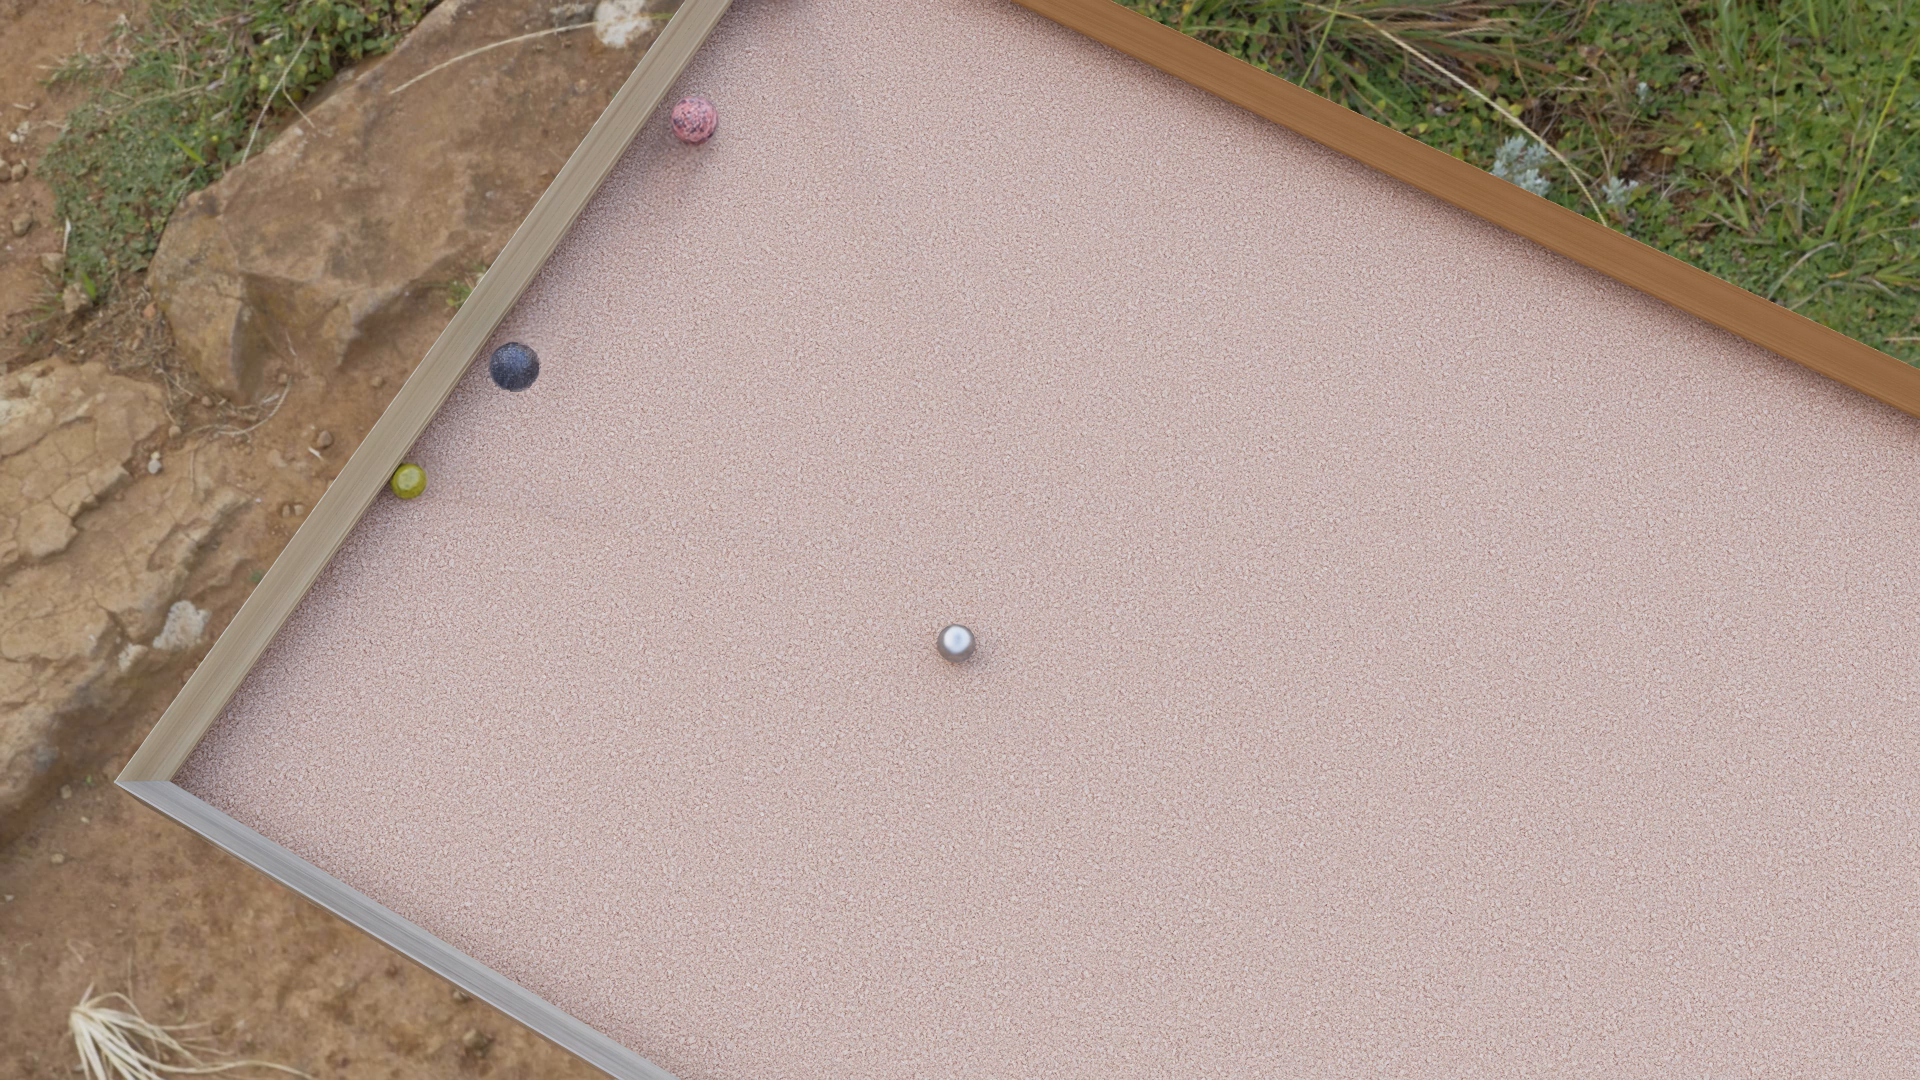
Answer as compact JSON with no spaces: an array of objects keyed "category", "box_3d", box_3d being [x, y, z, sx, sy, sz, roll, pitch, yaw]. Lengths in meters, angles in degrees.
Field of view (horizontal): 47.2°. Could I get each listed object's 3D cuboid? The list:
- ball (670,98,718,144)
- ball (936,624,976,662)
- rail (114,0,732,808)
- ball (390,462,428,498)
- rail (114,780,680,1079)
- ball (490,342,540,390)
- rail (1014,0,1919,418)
[{"category":"ball","box_3d":[-0.460,-0.723,3.797,0.081,0.081,0.081,0,67,0]},{"category":"ball","box_3d":[-0.006,0.162,3.440,0.061,0.061,0.061,0,67,0]},{"category":"rail","box_3d":[-0.758,-0.399,3.642,0.045,0.115,1.963,27,70,11]},{"category":"ball","box_3d":[-0.889,-0.096,3.548,0.059,0.059,0.059,0,67,0]},{"category":"rail","box_3d":[0.312,1.165,2.992,3.567,0.115,0.045,27,70,11]},{"category":"ball","box_3d":[-0.731,-0.286,3.615,0.080,0.080,0.080,0,67,0]},{"category":"rail","box_3d":[1.245,-0.380,3.634,3.567,0.115,0.045,27,70,11]}]
